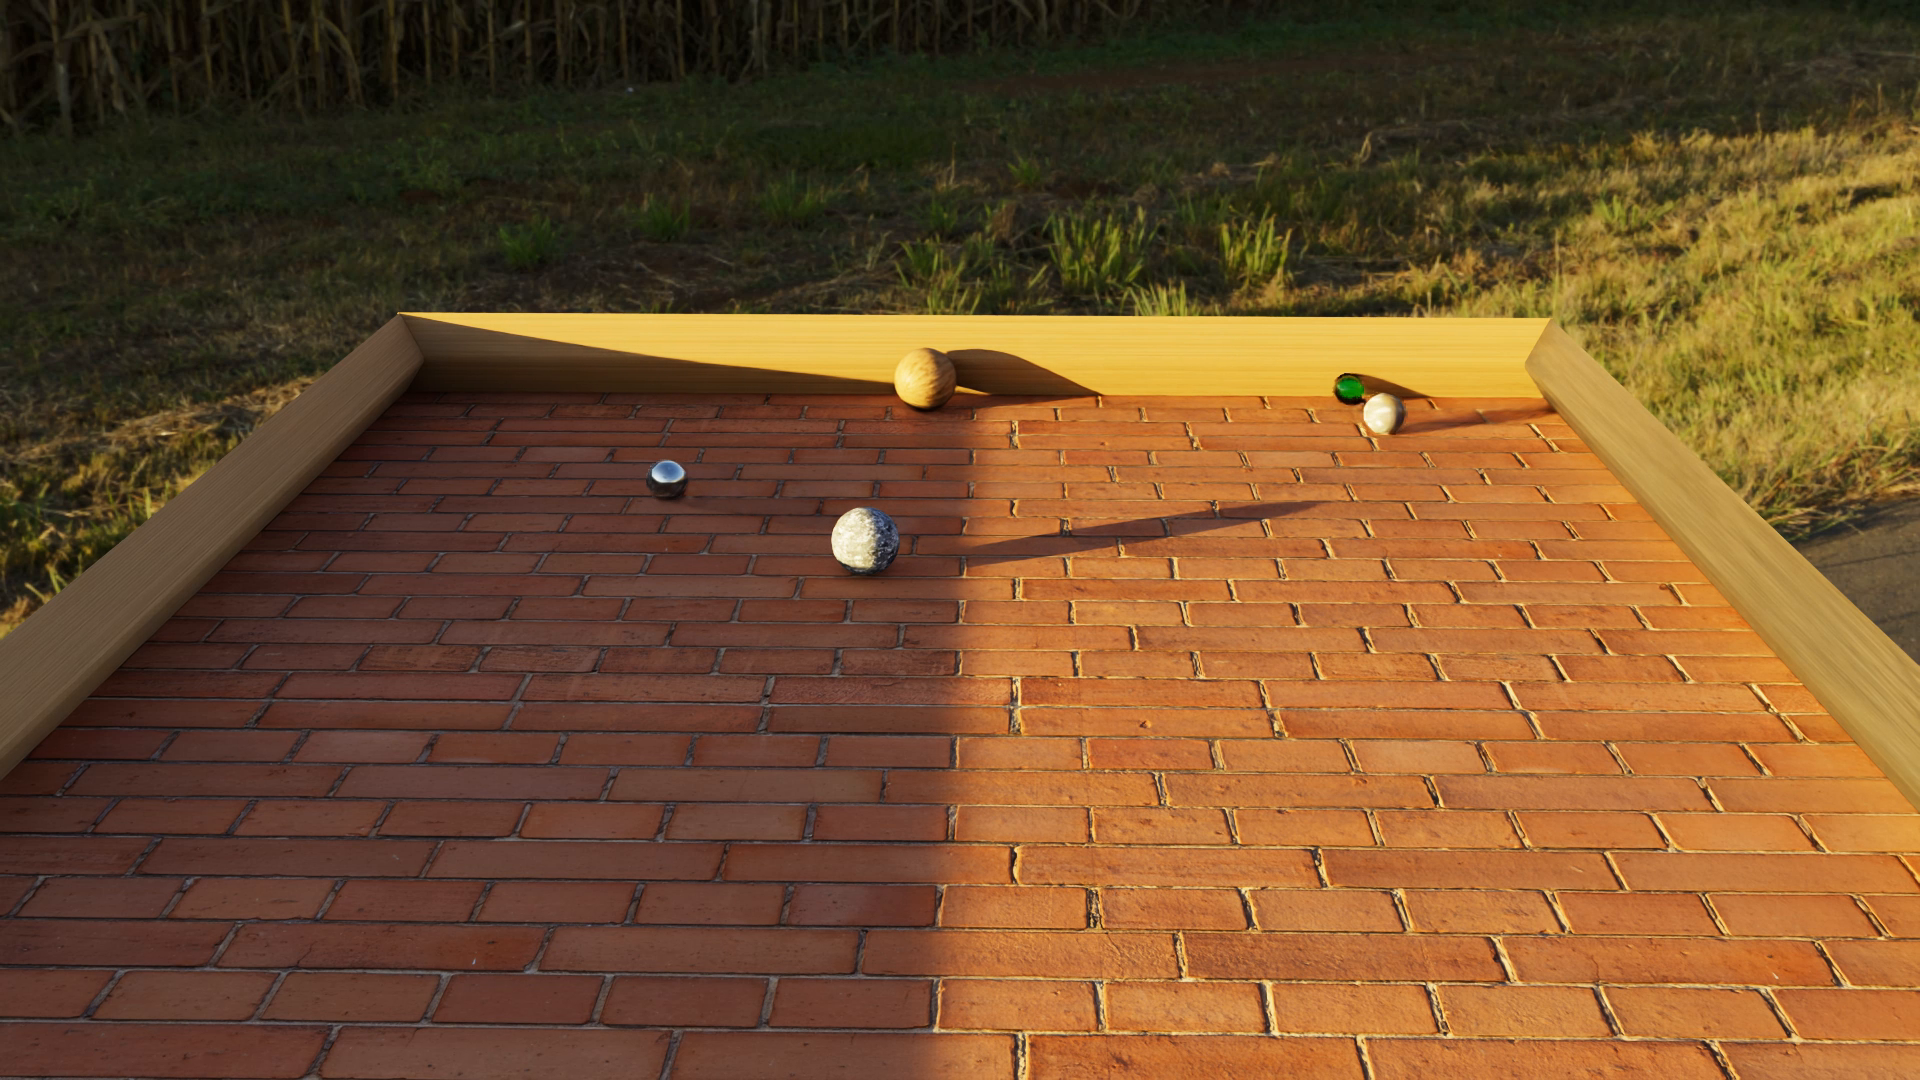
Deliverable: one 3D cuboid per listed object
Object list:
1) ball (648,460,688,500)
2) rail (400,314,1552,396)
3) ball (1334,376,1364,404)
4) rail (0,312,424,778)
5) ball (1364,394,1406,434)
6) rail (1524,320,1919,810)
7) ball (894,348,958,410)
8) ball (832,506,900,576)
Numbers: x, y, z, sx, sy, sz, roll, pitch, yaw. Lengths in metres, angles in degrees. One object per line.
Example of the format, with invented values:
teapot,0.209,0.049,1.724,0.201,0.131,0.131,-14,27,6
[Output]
ball,-0.378,-0.077,2.838,0.050,0.050,0.050,0,18,0
rail,0.017,-0.274,3.315,1.741,0.121,0.045,0,18,1
ball,0.582,-0.225,3.293,0.044,0.044,0.044,0,18,0
rail,-0.864,0.222,1.823,0.045,0.121,3.230,0,18,1
ball,0.605,-0.180,3.135,0.059,0.059,0.059,0,18,0
rail,0.829,0.234,1.787,0.045,0.121,3.230,0,18,1
ball,-0.051,-0.238,3.255,0.093,0.093,0.093,0,18,0
ball,-0.110,0.001,2.556,0.080,0.080,0.080,0,18,0
